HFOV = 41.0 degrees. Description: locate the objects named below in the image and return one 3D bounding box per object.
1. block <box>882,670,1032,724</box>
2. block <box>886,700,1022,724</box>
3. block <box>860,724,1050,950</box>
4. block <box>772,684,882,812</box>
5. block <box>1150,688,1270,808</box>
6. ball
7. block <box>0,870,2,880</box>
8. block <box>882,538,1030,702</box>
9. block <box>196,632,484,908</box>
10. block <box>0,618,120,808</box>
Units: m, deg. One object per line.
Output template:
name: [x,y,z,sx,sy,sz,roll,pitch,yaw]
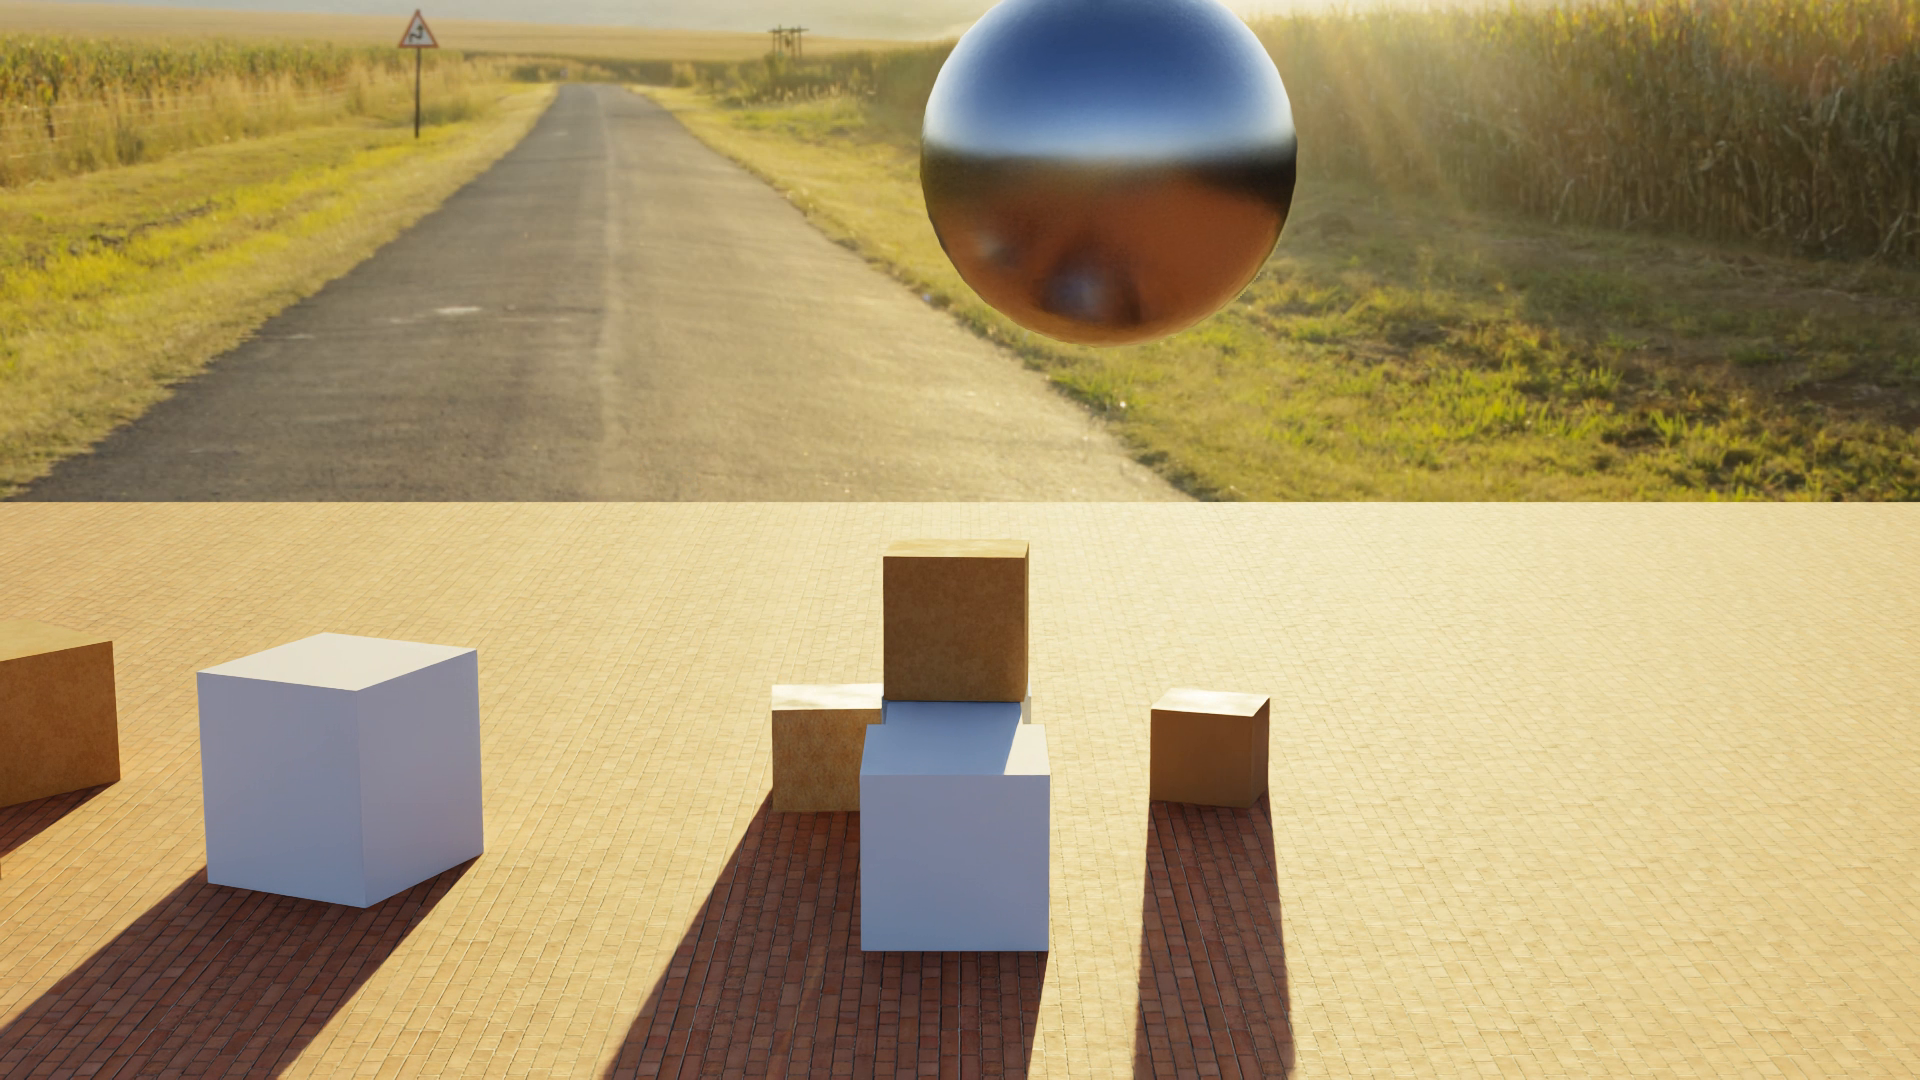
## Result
block: [-0.015,0.998,12.085,0.683,0.713,0.699,0,10,0]
block: [-0.026,1.108,11.437,0.593,0.728,0.594,0,10,0]
block: [-0.019,1.231,10.733,0.763,0.738,0.806,0,10,0]
block: [-0.645,1.014,12.569,0.544,0.508,0.502,-1,10,-4]
block: [1.235,1.022,12.661,0.504,0.459,0.440,3,11,18]
ball: [0.627,-1.619,10.886,1.600,1.600,1.600,0,10,0]
block: [-4.633,1.219,11.257,0.626,0.575,0.507,-9,14,-41]
block: [-0.011,0.358,11.723,0.632,0.654,0.562,0,8,3]
block: [-2.739,0.999,11.411,0.850,0.952,0.872,5,11,24]
block: [-4.777,0.858,12.838,0.813,0.718,0.742,9,13,39]
